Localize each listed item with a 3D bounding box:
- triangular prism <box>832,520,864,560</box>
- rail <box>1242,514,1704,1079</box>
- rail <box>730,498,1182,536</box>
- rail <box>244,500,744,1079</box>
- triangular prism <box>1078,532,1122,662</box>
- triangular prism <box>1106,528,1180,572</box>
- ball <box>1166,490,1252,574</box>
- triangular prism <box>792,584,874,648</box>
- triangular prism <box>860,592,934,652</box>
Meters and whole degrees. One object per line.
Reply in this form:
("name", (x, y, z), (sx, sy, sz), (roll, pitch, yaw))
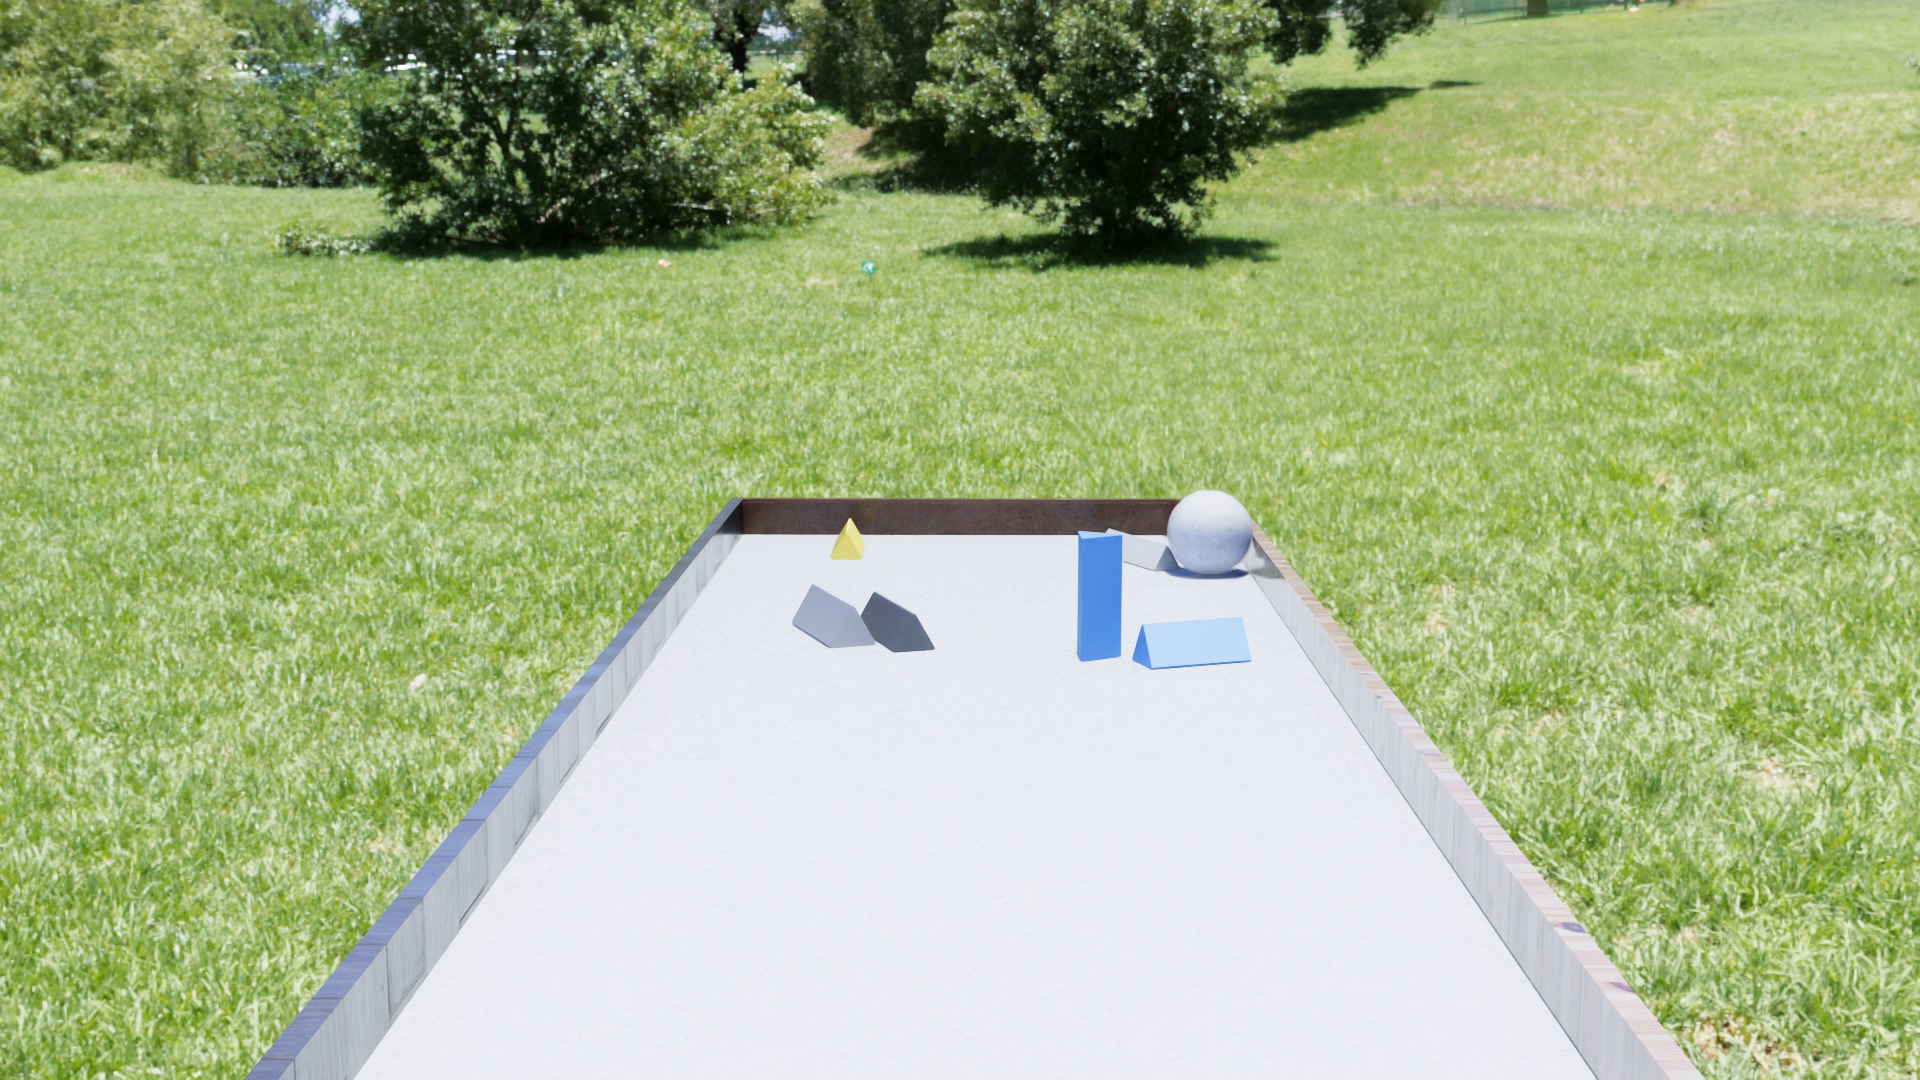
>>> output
("triangular prism", (-0.443, -0.007, 8.701), (0.120, 0.104, 0.372), (0, 9, -1))
("rail", (1.046, 0.843, 3.208), (0.050, 0.150, 12.000), (0, 9, 1))
("rail", (0.099, -0.098, 9.147), (2.100, 0.150, 0.050), (0, 9, 1))
("rail", (-1.004, 0.839, 3.234), (0.050, 0.150, 12.000), (0, 9, 1))
("triangular prism", (0.400, 0.169, 6.735), (0.147, 0.379, 0.127), (-5, 10, -31))
("triangular prism", (0.684, 0.034, 8.474), (0.110, 0.095, 0.458), (-5, 10, -24))
("ball", (0.929, -0.030, 8.190), (0.316, 0.316, 0.316), (0, 9, 0))
("triangular prism", (-0.410, 0.237, 7.075), (0.149, 0.129, 0.416), (-3, 9, -21))
("triangular prism", (-0.210, 0.255, 7.010), (0.133, 0.115, 0.417), (-3, 9, -19))
